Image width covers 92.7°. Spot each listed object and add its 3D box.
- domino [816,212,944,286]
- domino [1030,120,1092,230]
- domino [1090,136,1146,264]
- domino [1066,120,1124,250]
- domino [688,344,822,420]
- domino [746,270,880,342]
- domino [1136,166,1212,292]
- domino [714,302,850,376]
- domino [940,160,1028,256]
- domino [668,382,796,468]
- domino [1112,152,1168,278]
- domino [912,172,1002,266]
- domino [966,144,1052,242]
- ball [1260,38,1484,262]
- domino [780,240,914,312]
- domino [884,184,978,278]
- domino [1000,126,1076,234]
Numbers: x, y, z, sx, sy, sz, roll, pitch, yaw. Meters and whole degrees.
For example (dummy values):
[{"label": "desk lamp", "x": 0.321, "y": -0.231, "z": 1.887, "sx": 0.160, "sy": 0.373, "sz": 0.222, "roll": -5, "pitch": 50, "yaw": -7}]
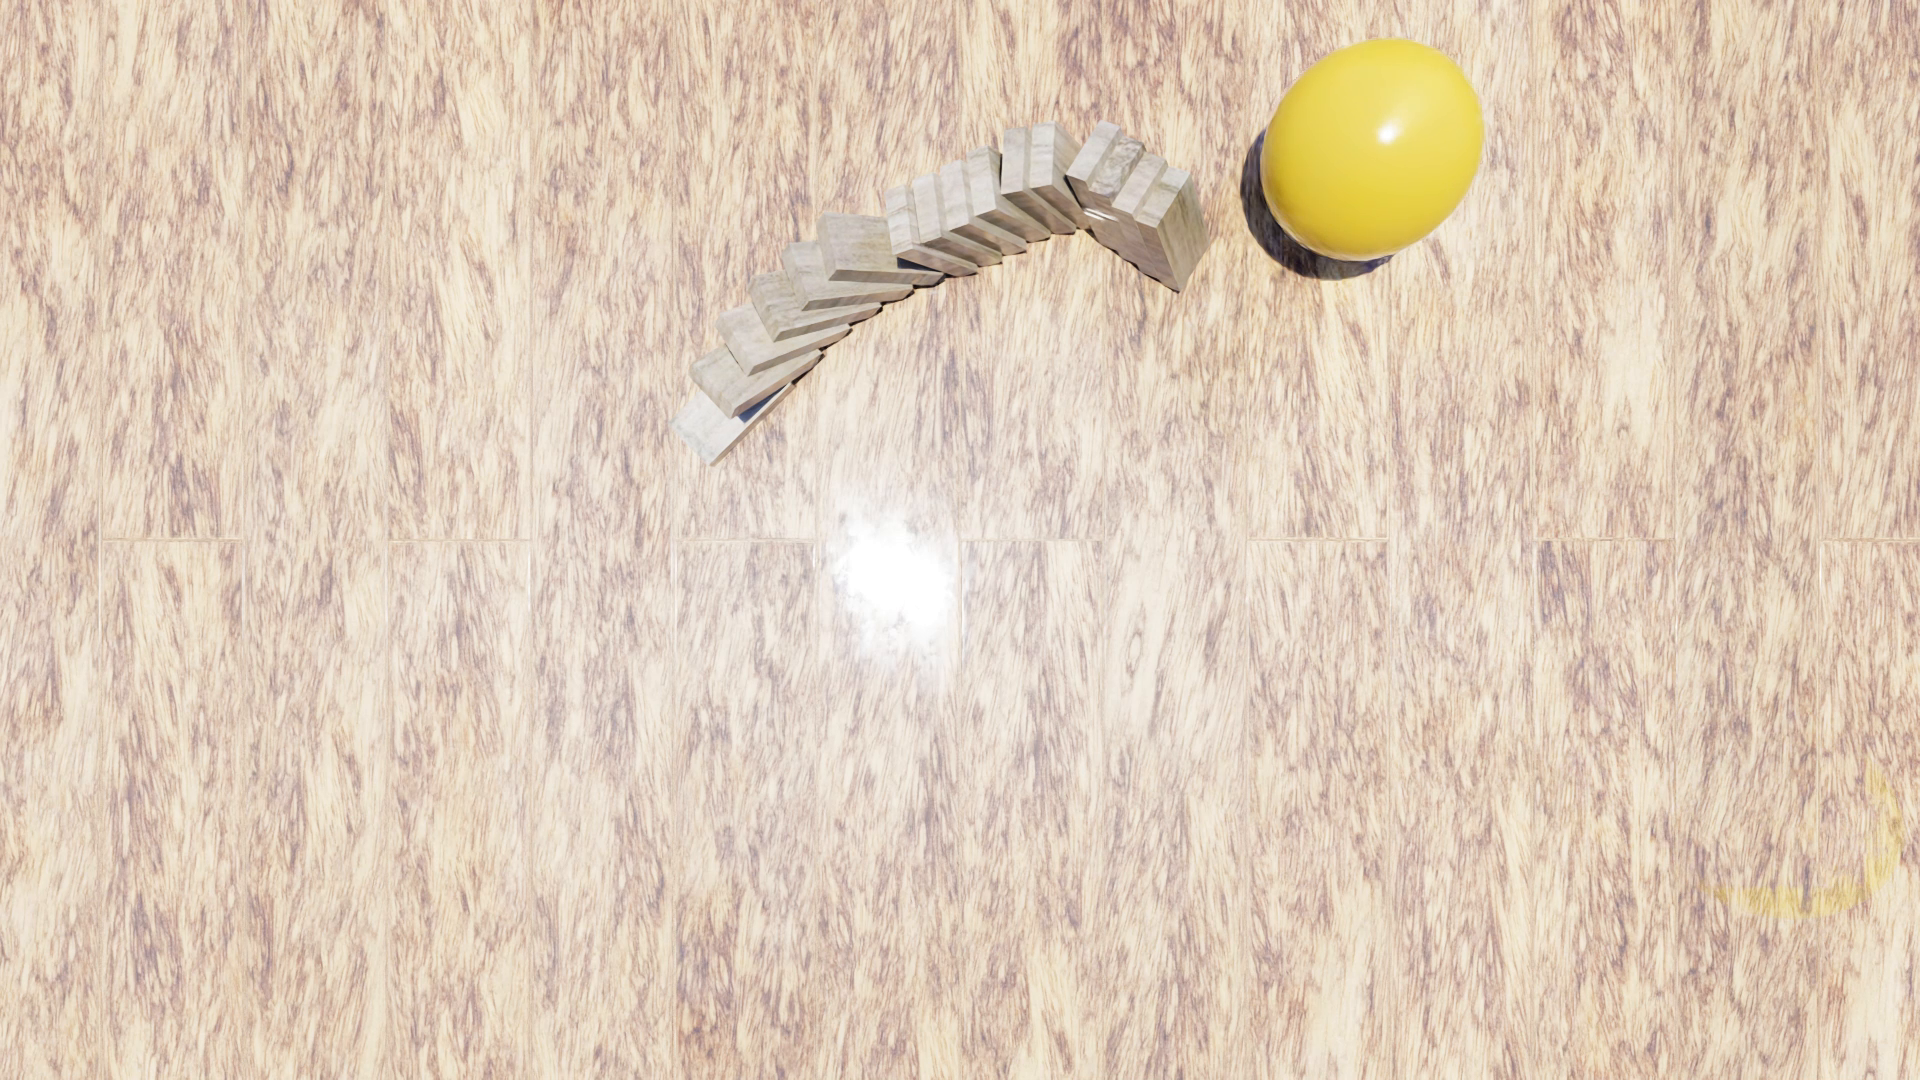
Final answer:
[{"label": "domino", "x": -0.033, "y": -0.120, "z": 0.381, "sx": 0.050, "sy": 0.009, "sz": 0.025, "roll": -8, "pitch": 80, "yaw": -33}, {"label": "domino", "x": 0.045, "y": -0.149, "z": 0.376, "sx": 0.009, "sy": 0.050, "sz": 0.025, "roll": 3, "pitch": 89, "yaw": 32}, {"label": "domino", "x": 0.070, "y": -0.138, "z": 0.376, "sx": 0.009, "sy": 0.050, "sz": 0.025, "roll": 32, "pitch": 90, "yaw": 28}, {"label": "domino", "x": 0.061, "y": -0.144, "z": 0.376, "sx": 0.010, "sy": 0.050, "sz": 0.025, "roll": 32, "pitch": 90, "yaw": 28}, {"label": "domino", "x": -0.085, "y": -0.073, "z": 0.381, "sx": 0.025, "sy": 0.010, "sz": 0.050, "roll": 47, "pitch": 55, "yaw": 1}, {"label": "domino", "x": -0.060, "y": -0.101, "z": 0.382, "sx": 0.050, "sy": 0.010, "sz": 0.025, "roll": -25, "pitch": 88, "yaw": -34}, {"label": "domino", "x": 0.088, "y": -0.126, "z": 0.376, "sx": 0.009, "sy": 0.050, "sz": 0.025, "roll": 32, "pitch": 90, "yaw": 28}, {"label": "domino", "x": -0.073, "y": -0.089, "z": 0.382, "sx": 0.050, "sy": 0.009, "sz": 0.025, "roll": -32, "pitch": 89, "yaw": -35}, {"label": "domino", "x": 0.010, "y": -0.135, "z": 0.376, "sx": 0.010, "sy": 0.050, "sz": 0.025, "roll": -8, "pitch": 90, "yaw": 31}, {"label": "domino", "x": -0.098, "y": -0.058, "z": 0.395, "sx": 0.050, "sy": 0.010, "sz": 0.025, "roll": -44, "pitch": 90, "yaw": 0}, {"label": "domino", "x": 0.079, "y": -0.132, "z": 0.376, "sx": 0.009, "sy": 0.050, "sz": 0.025, "roll": 32, "pitch": 90, "yaw": 28}, {"label": "domino", "x": 0.000, "y": -0.130, "z": 0.376, "sx": 0.009, "sy": 0.050, "sz": 0.025, "roll": -8, "pitch": 90, "yaw": 31}, {"label": "domino", "x": 0.021, "y": -0.141, "z": 0.376, "sx": 0.009, "sy": 0.050, "sz": 0.025, "roll": -8, "pitch": 90, "yaw": 31}, {"label": "ball", "x": 0.160, "y": -0.151, "z": 0.360, "sx": 0.080, "sy": 0.080, "sz": 0.080, "roll": 0, "pitch": 90, "yaw": 0}, {"label": "domino", "x": -0.046, "y": -0.111, "z": 0.381, "sx": 0.050, "sy": 0.009, "sz": 0.025, "roll": -17, "pitch": 85, "yaw": -34}, {"label": "domino", "x": -0.011, "y": -0.126, "z": 0.376, "sx": 0.009, "sy": 0.050, "sz": 0.025, "roll": -8, "pitch": 90, "yaw": 32}, {"label": "domino", "x": 0.034, "y": -0.146, "z": 0.376, "sx": 0.010, "sy": 0.050, "sz": 0.025, "roll": 3, "pitch": 90, "yaw": 32}]
